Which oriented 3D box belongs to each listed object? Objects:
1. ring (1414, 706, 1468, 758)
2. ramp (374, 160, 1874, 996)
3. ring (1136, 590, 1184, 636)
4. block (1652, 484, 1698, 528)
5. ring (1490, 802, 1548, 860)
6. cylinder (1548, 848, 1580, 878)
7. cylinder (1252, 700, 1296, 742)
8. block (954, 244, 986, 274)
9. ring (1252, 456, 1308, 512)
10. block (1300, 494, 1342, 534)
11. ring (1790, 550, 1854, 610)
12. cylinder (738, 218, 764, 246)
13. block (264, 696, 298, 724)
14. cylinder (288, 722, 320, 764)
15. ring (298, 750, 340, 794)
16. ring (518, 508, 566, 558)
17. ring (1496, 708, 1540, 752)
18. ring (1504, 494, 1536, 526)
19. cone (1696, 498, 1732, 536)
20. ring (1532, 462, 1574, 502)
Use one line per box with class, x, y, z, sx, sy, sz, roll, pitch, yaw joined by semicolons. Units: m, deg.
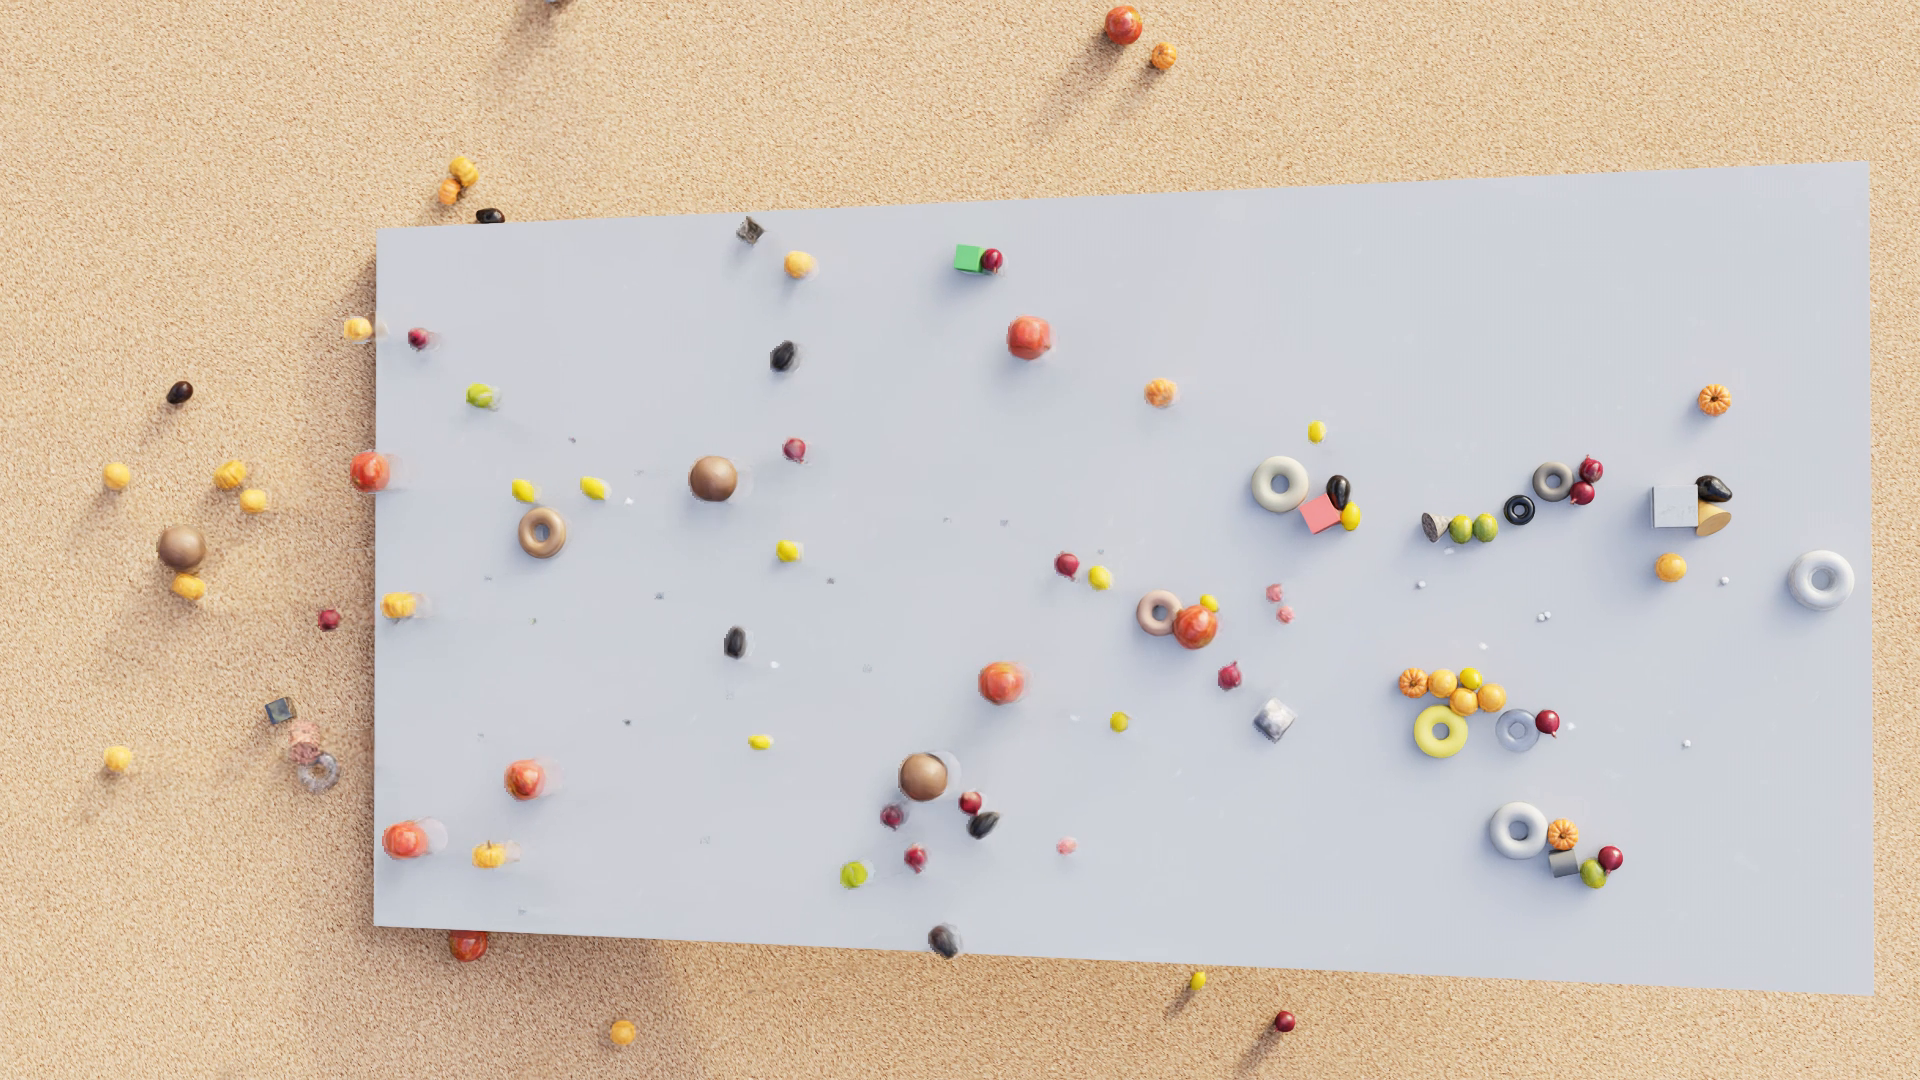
ring;1.203;0.479;5.502;0.132;0.044;0.132;0;90;15
ramp;0.266;0.097;5.836;4.000;0.100;2.000;0;89;15
ring;0.517;0.189;5.694;0.122;0.041;0.122;0;90;14
block;1.735;-0.081;5.338;0.099;0.099;0.099;-1;89;15
ring;1.384;0.721;5.448;0.144;0.048;0.144;-1;88;16
cylinder;1.487;0.796;5.412;0.061;0.061;0.061;-14;89;14
cylinder;0.799;0.458;5.595;0.077;0.077;0.077;39;89;5
block;0.026;-0.746;5.830;0.063;0.063;0.063;9;91;15
ring;0.817;-0.142;5.614;0.146;0.049;0.146;-1;88;16
block;0.914;-0.066;5.572;0.075;0.075;0.075;-28;82;13
ring;2.067;0.097;5.272;0.145;0.048;0.145;0;91;15
cylinder;-0.569;-0.841;5.996;0.054;0.054;0.054;40;99;1
block;-1.967;0.494;6.371;0.061;0.061;0.061;-23;89;0
cylinder;-1.888;0.583;6.337;0.086;0.086;0.086;-7;128;-9
ring;-1.859;0.672;6.378;0.124;0.041;0.124;0;89;-1
ring;-1.169;-0.020;6.150;0.144;0.048;0.144;0;90;14
ring;1.384;0.472;5.458;0.108;0.036;0.108;0;89;14
ring;1.391;-0.075;5.469;0.077;0.026;0.077;0;89;14
cone;1.811;-0.073;5.348;0.091;0.091;0.091;-22;56;0
ring;1.469;-0.145;5.445;0.101;0.034;0.101;0;89;17
